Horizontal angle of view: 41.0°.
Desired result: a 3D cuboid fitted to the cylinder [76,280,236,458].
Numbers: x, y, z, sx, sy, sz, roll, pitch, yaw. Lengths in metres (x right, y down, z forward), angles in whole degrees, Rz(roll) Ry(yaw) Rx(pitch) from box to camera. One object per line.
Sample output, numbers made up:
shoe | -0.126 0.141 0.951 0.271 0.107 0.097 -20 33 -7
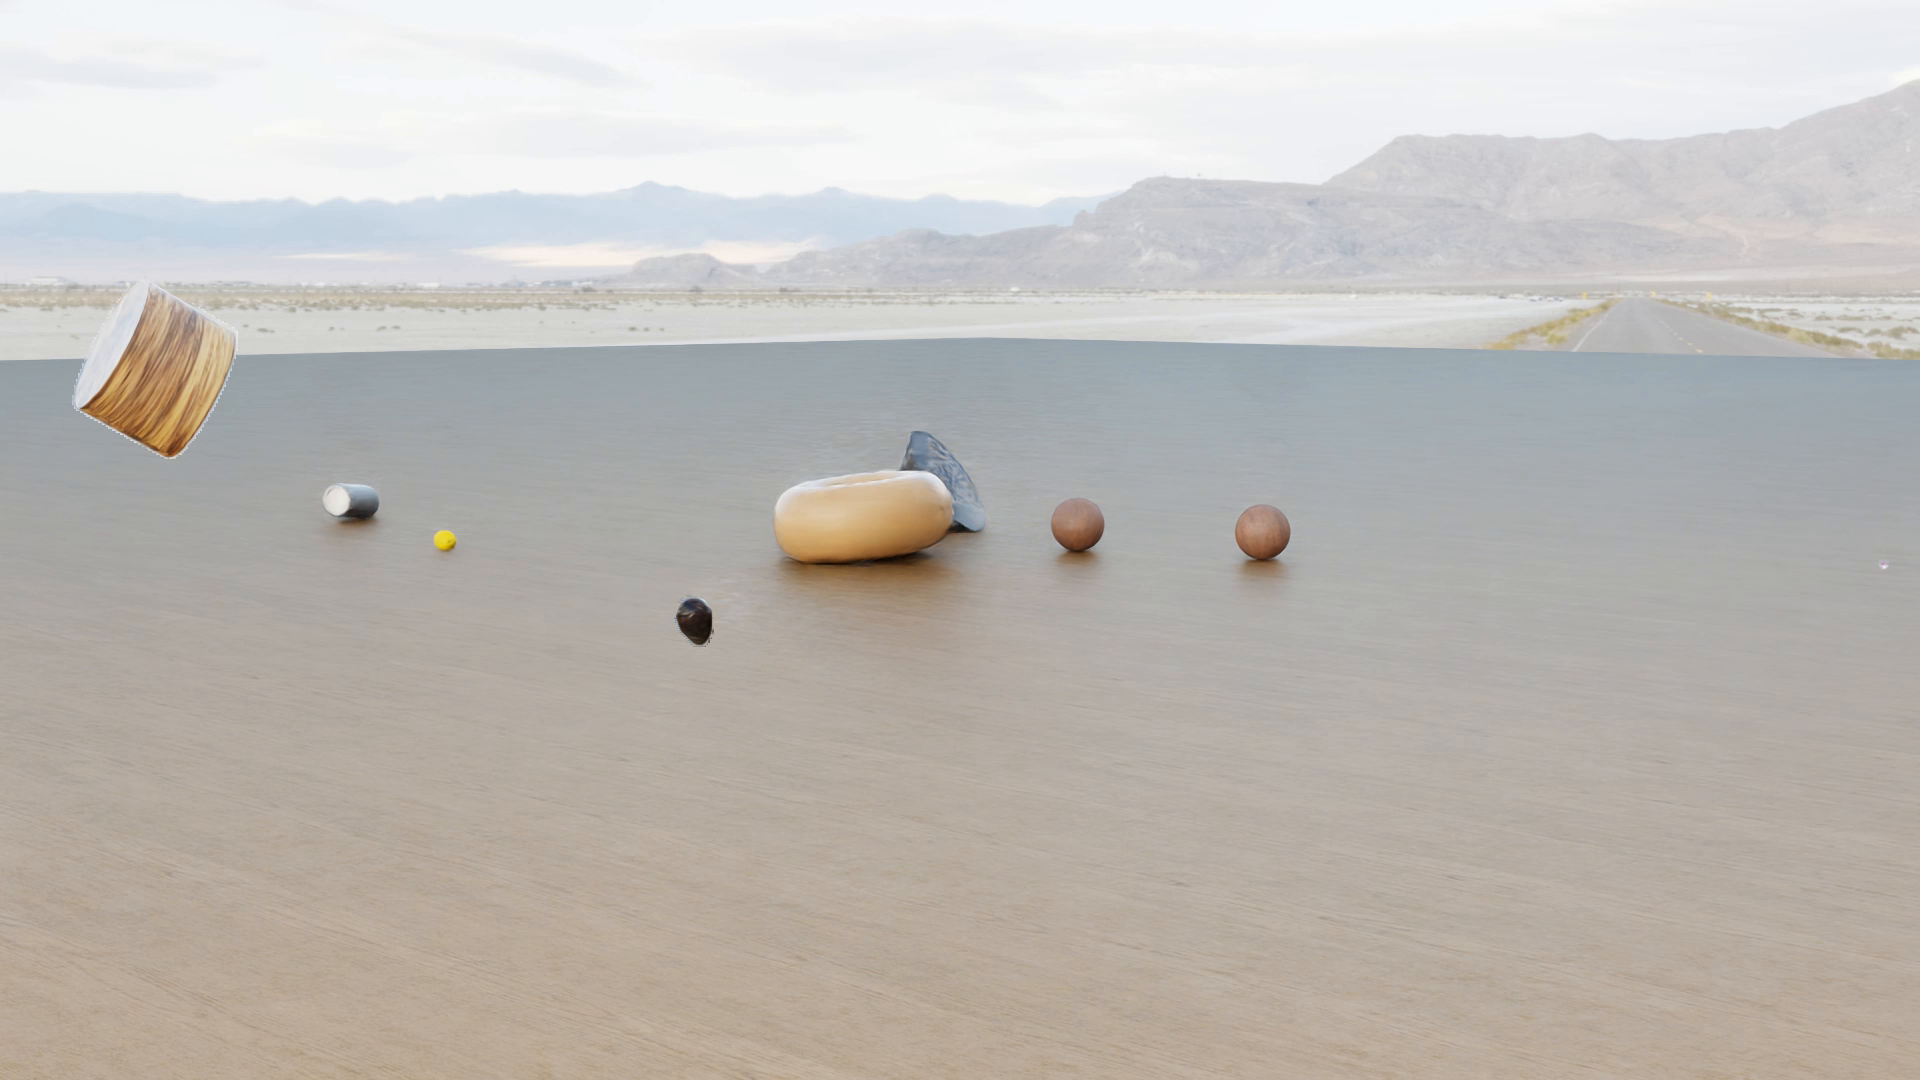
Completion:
cylinder | -1.730 -0.370 5.523 0.217 0.324 0.233 33 -33 -32

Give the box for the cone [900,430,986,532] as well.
cone | -0.120 -0.094 6.696 0.234 0.312 0.267 -34 5 23

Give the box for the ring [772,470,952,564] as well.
ring | -0.226 -0.056 6.006 0.414 0.177 0.474 -4 6 21
